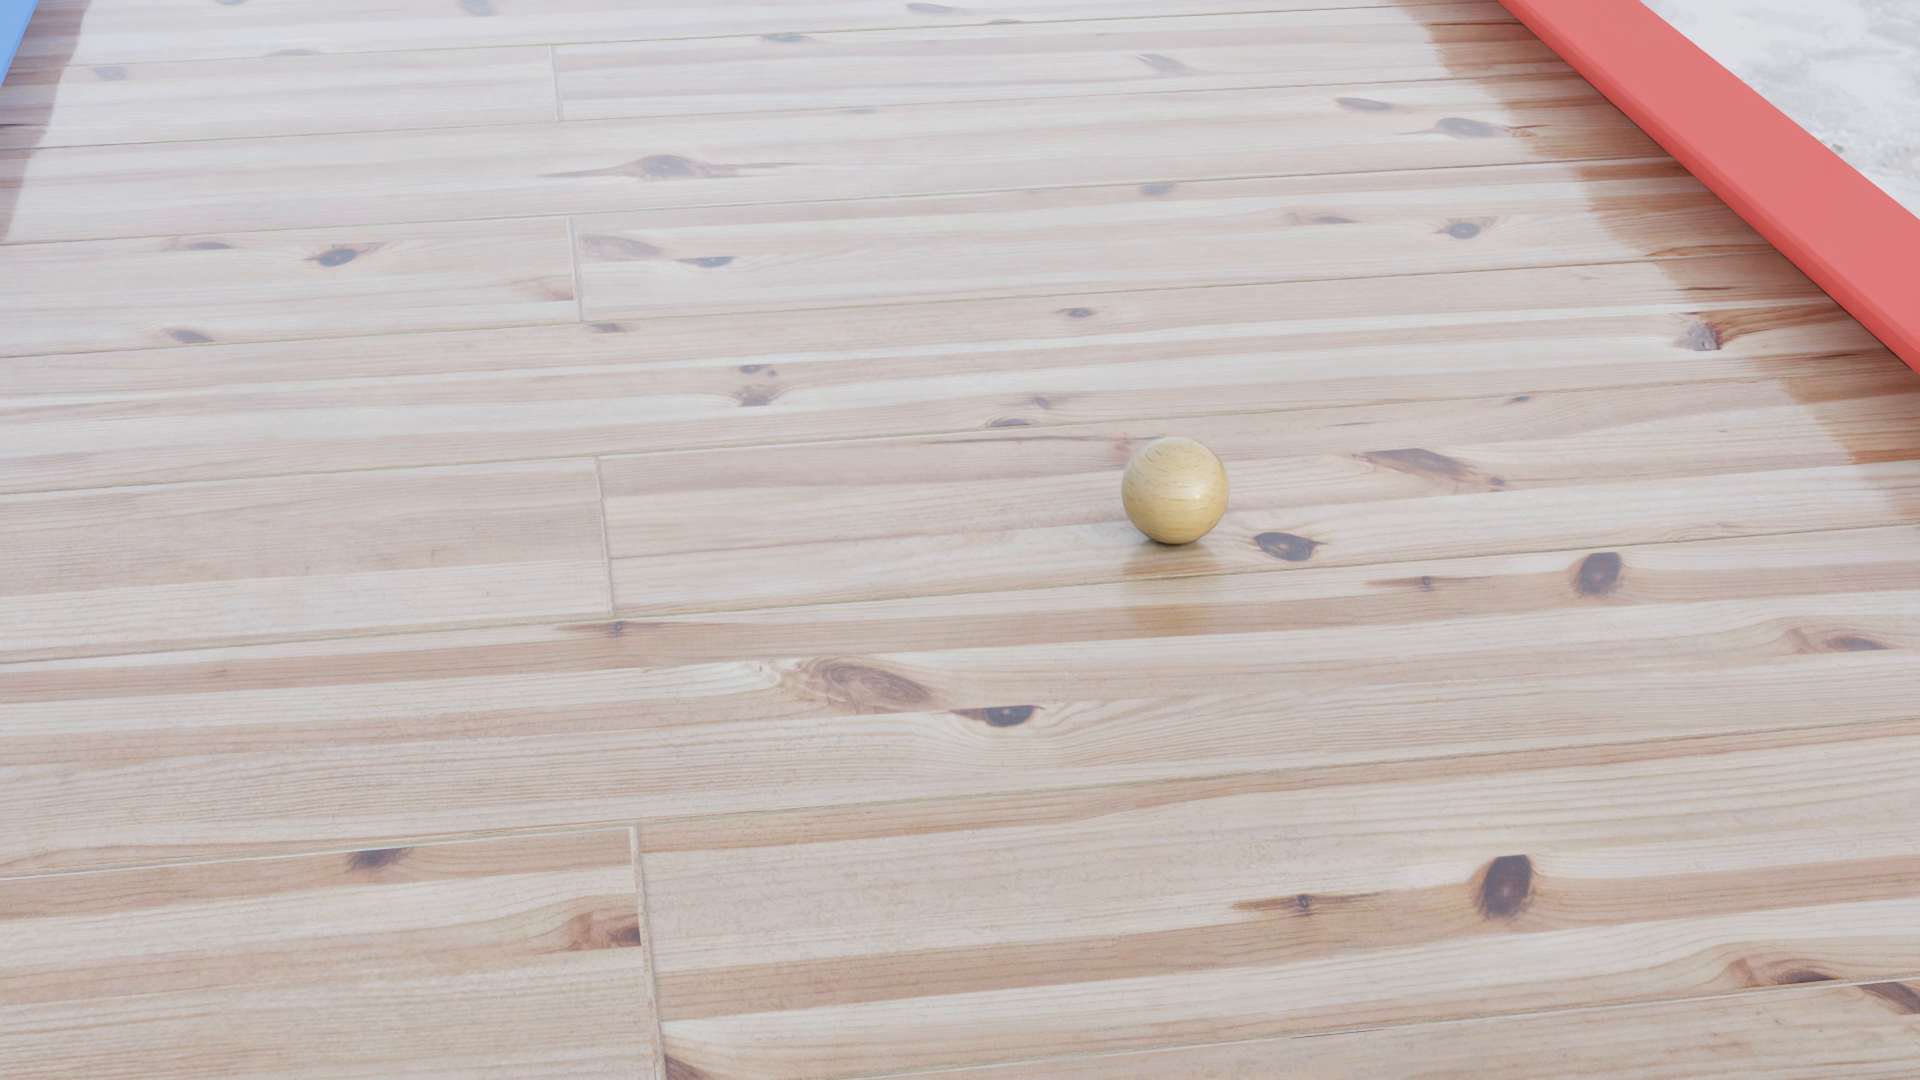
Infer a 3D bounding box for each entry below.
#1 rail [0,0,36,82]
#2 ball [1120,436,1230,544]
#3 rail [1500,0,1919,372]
[{"bbox_3d":[-0.858,-0.297,2.448,0.045,0.110,2.995,-4,27,-8],"label":"rail"},{"bbox_3d":[0.144,-0.033,1.965,0.073,0.073,0.073,0,27,0],"label":"ball"},{"bbox_3d":[0.627,-0.401,2.655,0.045,0.110,2.995,-4,27,-8],"label":"rail"}]
